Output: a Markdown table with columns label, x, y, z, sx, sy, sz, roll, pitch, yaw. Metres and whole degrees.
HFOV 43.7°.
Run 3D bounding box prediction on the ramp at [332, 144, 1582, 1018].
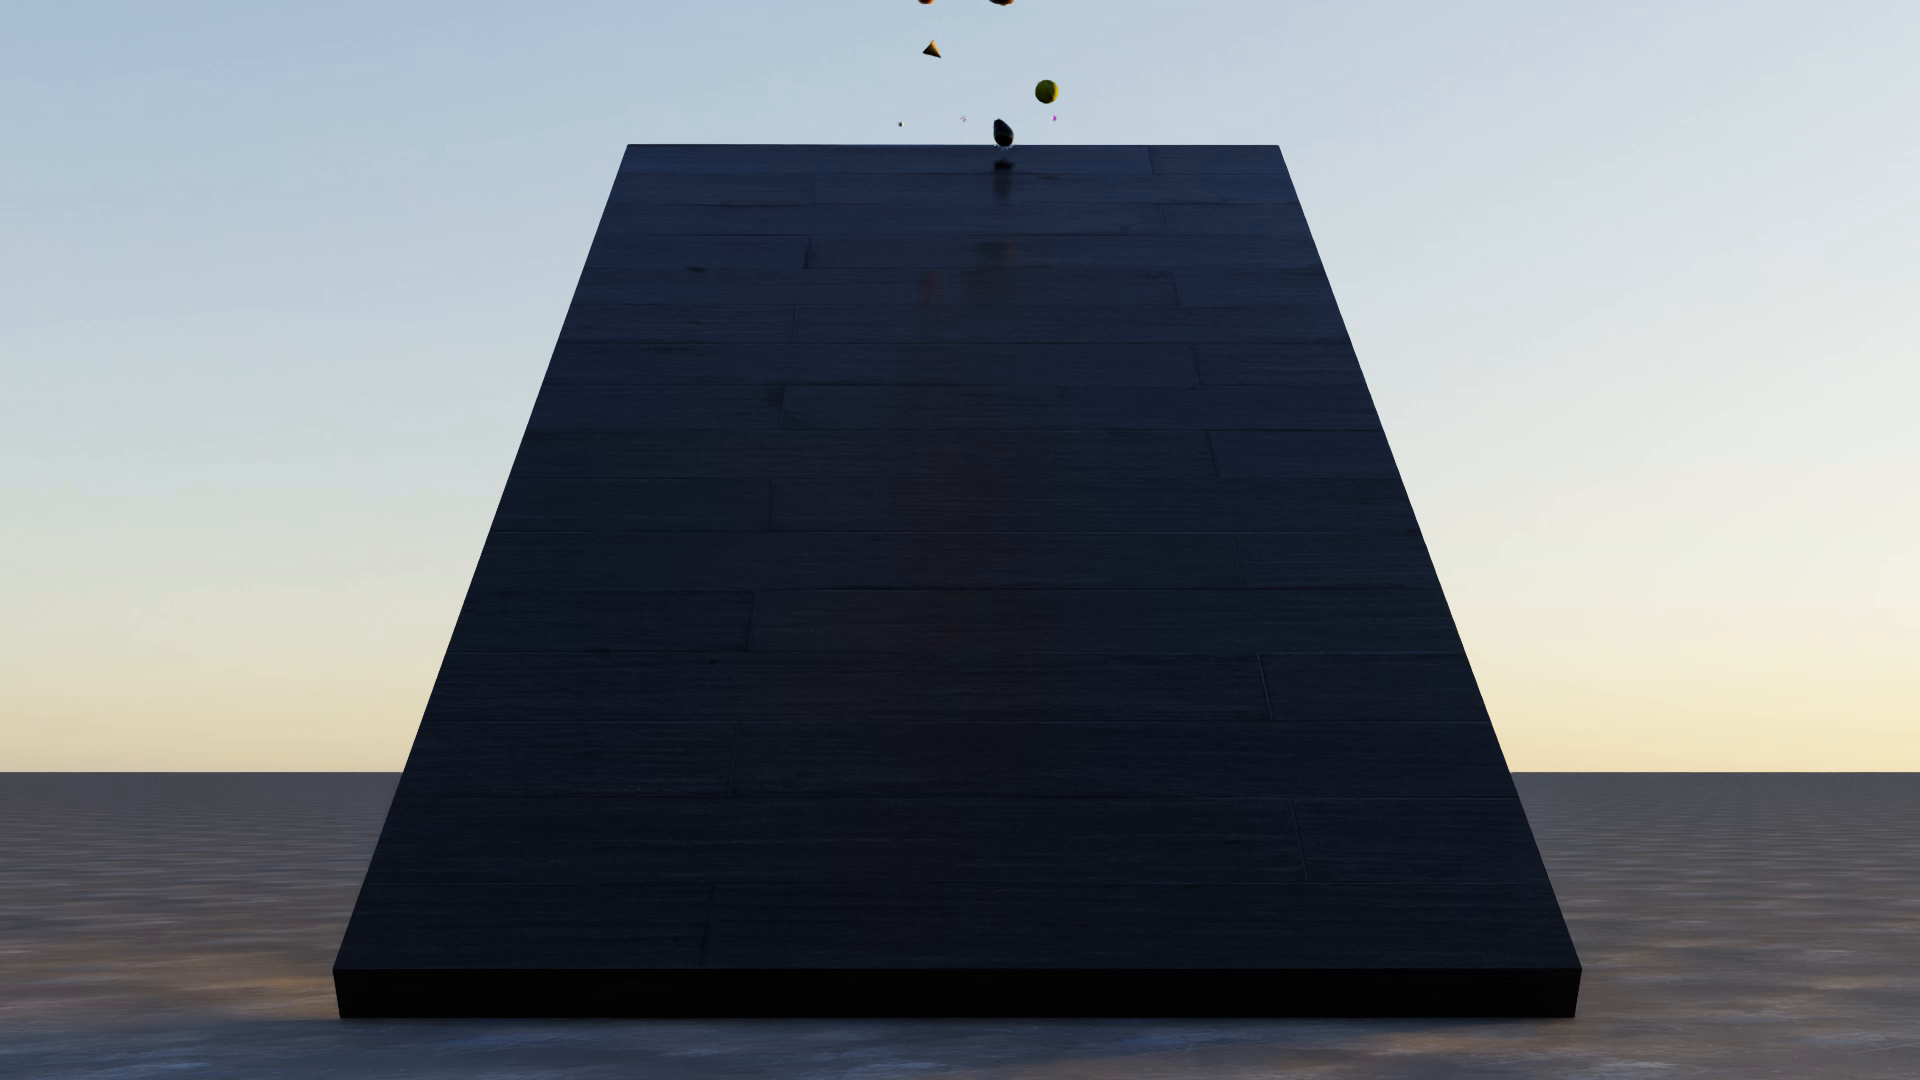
| label | x | y | z | sx | sy | sz | roll | pitch | yaw |
| --- | --- | --- | --- | --- | --- | --- | --- | --- | --- |
| ramp | -0.012 | -0.221 | 5.611 | 2.000 | 0.100 | 4.000 | 0 | 28 | 0 |

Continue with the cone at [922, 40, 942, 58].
| label | x | y | z | sx | sy | sz | roll | pitch | yaw |
| --- | --- | --- | --- | --- | --- | --- | --- | --- | --- |
| cone | -0.074 | -1.440 | 7.061 | 0.054 | 0.054 | 0.054 | 39 | -13 | -8 |
